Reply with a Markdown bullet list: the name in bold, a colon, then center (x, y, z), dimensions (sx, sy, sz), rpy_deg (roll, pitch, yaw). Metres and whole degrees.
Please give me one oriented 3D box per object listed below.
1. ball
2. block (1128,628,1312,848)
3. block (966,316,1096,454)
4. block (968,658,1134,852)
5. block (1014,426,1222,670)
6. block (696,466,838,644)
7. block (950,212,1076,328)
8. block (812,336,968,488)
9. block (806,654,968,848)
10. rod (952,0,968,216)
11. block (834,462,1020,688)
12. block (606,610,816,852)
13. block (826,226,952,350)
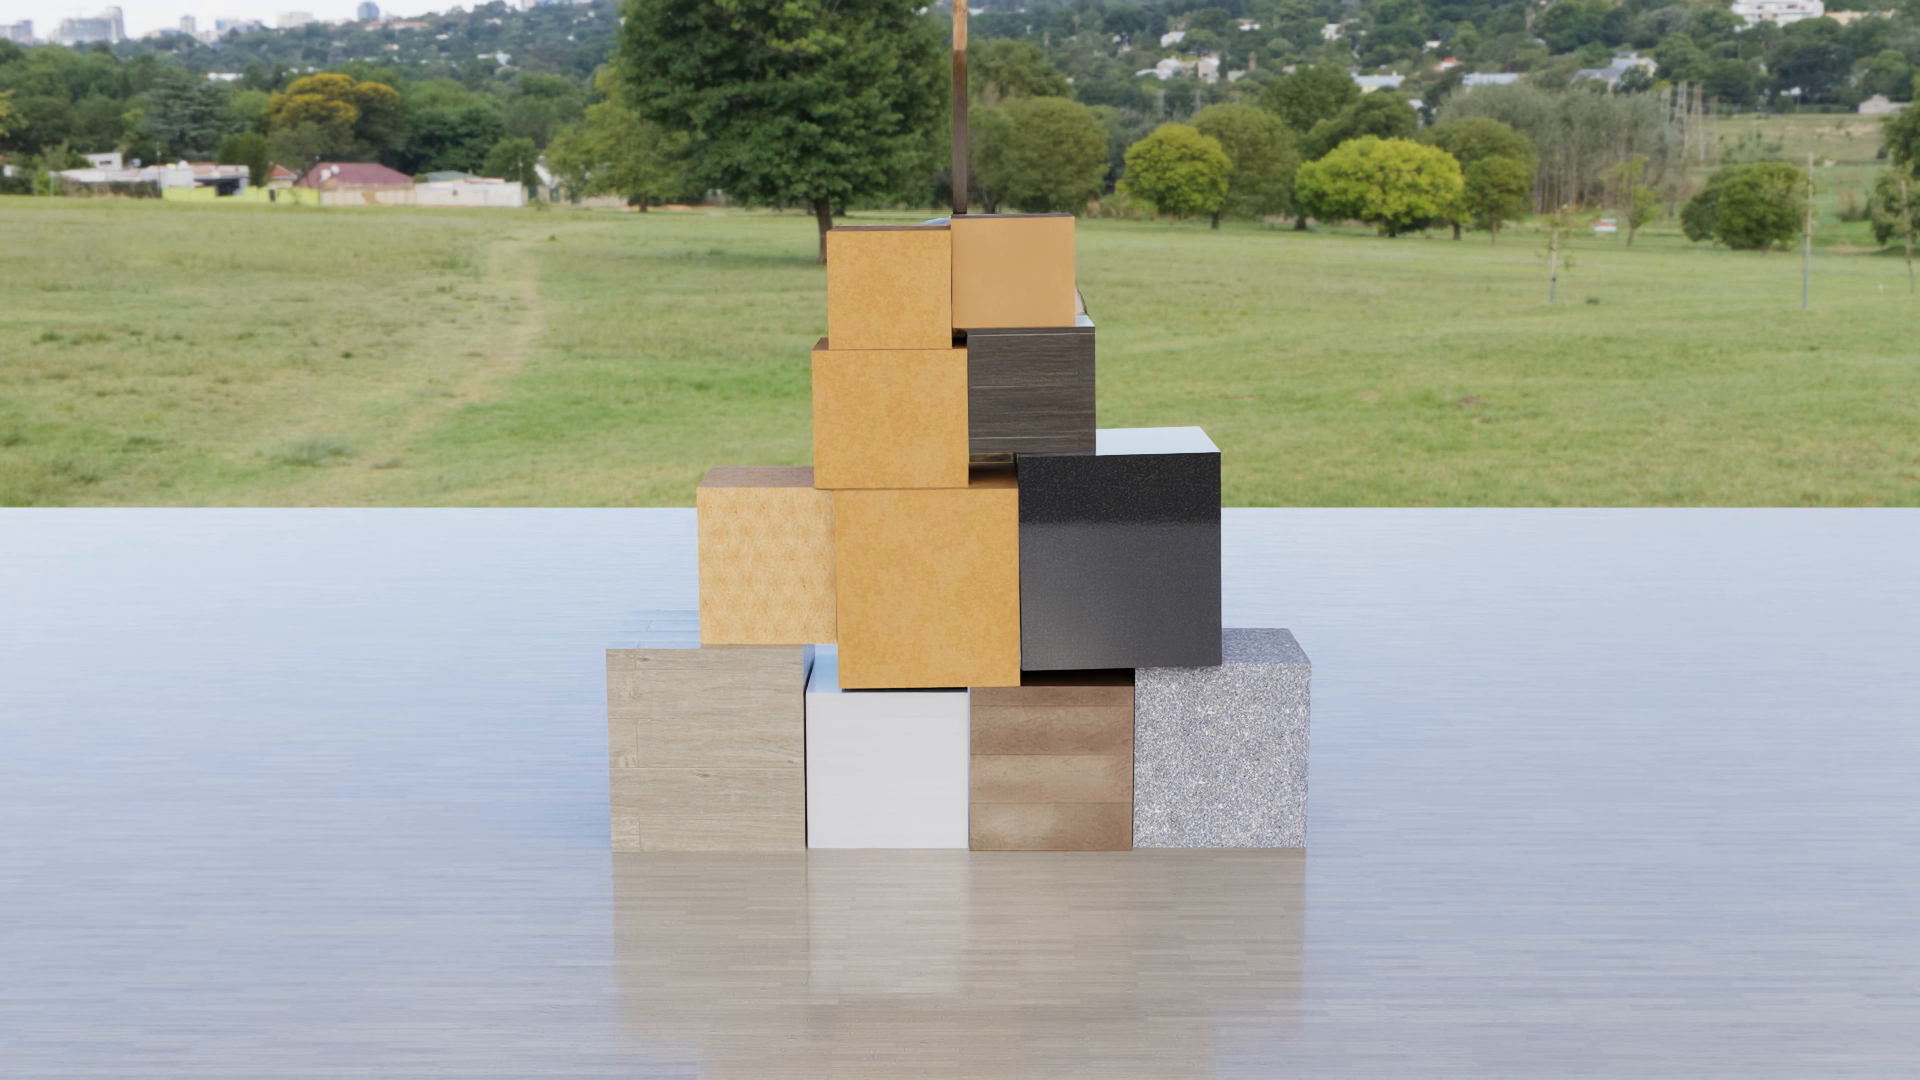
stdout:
- **ball**: center (0.000, -1.115, 13.086), dimensions (1.600, 1.600, 1.600), rpy_deg (0, 10, 0)
- **block**: center (1.306, 1.007, 11.370), dimensions (0.873, 0.951, 0.800), rpy_deg (0, 10, 0)
- **block**: center (0.349, -0.790, 11.034), dimensions (0.621, 0.610, 0.706), rpy_deg (-1, 10, 0)
- **block**: center (0.454, 1.059, 11.371), dimensions (0.811, 0.848, 0.905), rpy_deg (0, 10, 0)
- **block**: center (0.783, 0.022, 11.180), dimensions (0.980, 1.059, 0.960), rpy_deg (-1, 10, 0)
- **block**: center (-0.951, 0.064, 11.205), dimensions (0.678, 0.786, 0.731), rpy_deg (0, 10, 0)
- **block**: center (0.258, -1.348, 10.942), dimensions (0.599, 0.524, 0.577), rpy_deg (-1, 10, 0)
- **block**: center (-0.338, -0.653, 11.045), dimensions (0.752, 0.674, 0.742), rpy_deg (-1, 10, 0)
- **block**: center (-0.363, 1.079, 11.388), dimensions (0.803, 0.803, 0.832), rpy_deg (0, 10, 0)
- **rod**: center (0.000, -4.043, 11.359), dimensions (0.080, 5.200, 0.080), rpy_deg (0, 31, 0)
- **block**: center (-0.158, 0.163, 11.195), dimensions (0.895, 0.985, 0.891), rpy_deg (-1, 10, 0)
- **block**: center (-1.258, 0.963, 11.362), dimensions (0.968, 1.040, 0.925), rpy_deg (0, 10, 0)
- **block**: center (-0.340, -1.266, 10.949), dimensions (0.596, 0.567, 0.672), rpy_deg (-1, 10, 0)
